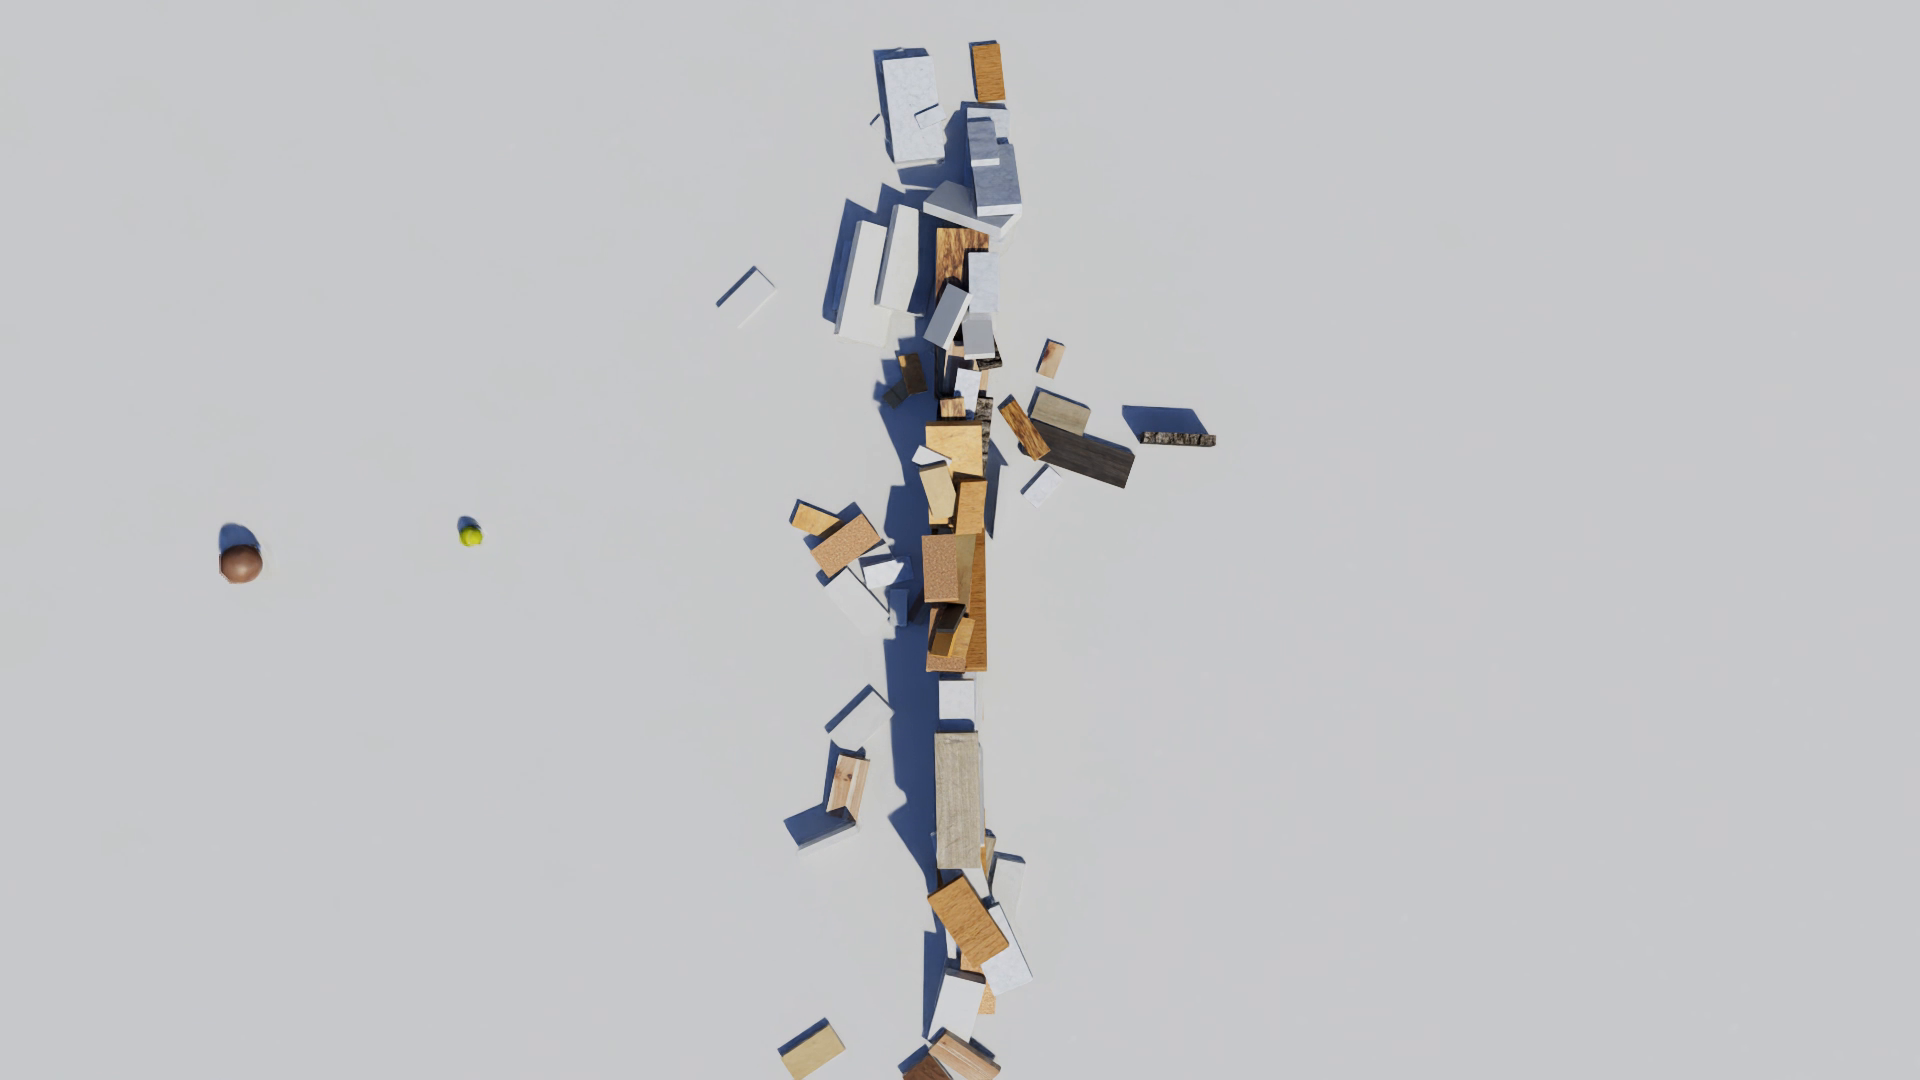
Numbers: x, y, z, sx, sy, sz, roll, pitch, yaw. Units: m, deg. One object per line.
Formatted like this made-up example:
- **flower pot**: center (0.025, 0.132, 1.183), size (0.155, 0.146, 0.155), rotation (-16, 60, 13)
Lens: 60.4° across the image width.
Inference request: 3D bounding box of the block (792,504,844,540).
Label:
- **block**: center (-0.472, -0.055, 5.489), size (0.158, 0.022, 0.079), rotation (22, 90, 0)

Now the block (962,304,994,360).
- **block**: center (0.056, -0.666, 5.264), size (0.096, 0.027, 0.192), rotation (-4, 63, -2)

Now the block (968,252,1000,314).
- **block**: center (0.077, -0.823, 5.277), size (0.096, 0.027, 0.192), rotation (-1, 83, 0)

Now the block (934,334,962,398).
- **block**: center (0.001, -0.632, 5.432), size (0.167, 0.047, 0.333), rotation (1, 106, 0)

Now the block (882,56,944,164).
- **block**: center (-0.155, -1.424, 5.466), size (0.167, 0.047, 0.334), rotation (-7, 91, -5)

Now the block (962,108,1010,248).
- **block**: center (0.085, -1.198, 5.447), size (0.143, 0.040, 0.458), rotation (3, 82, -1)

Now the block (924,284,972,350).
- **block**: center (-0.039, -0.716, 5.281), size (0.096, 0.027, 0.192), rotation (32, 101, 38)

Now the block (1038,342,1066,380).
- **block**: center (0.305, -0.598, 5.492), size (0.057, 0.016, 0.114), rotation (20, 90, 0)

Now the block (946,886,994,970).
- **block**: center (0.037, 1.300, 5.424), size (0.162, 0.046, 0.325), rotation (-4, 109, 1)

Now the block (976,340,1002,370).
- **block**: center (0.079, -0.614, 5.267), size (0.076, 0.021, 0.151), rotation (-11, 63, -10)

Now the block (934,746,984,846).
- **block**: center (-0.003, 0.843, 5.416), size (0.162, 0.046, 0.325), rotation (-1, 67, 0)

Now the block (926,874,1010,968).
- **block**: center (0.026, 1.215, 5.260), size (0.136, 0.039, 0.273), rotation (-33, 95, 4)

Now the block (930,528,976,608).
- **block**: center (-0.022, 0.088, 5.309), size (0.123, 0.035, 0.247), rotation (6, 71, 3)

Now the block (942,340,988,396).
- **block**: center (0.017, -0.501, 5.341), size (0.143, 0.040, 0.285), rotation (5, 104, -1)

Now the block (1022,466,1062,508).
- **block**: center (0.276, -0.175, 5.491), size (0.065, 0.018, 0.131), rotation (43, 90, 0)

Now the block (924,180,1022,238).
- **block**: center (0.041, -1.071, 5.333), size (0.285, 0.040, 0.143), rotation (23, 50, 19)

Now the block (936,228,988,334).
- **block**: center (0.006, -0.837, 5.335), size (0.167, 0.047, 0.333), rotation (1, 97, 0)

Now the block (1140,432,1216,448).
- **block**: center (0.718, -0.332, 5.441), size (0.235, 0.117, 0.033), rotation (3, 90, 0)

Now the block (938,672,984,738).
- **block**: center (0.005, 0.497, 5.357), size (0.142, 0.040, 0.284), rotation (2, 86, 1)

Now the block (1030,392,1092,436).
- **block**: center (0.336, -0.419, 5.487), size (0.182, 0.026, 0.091), rotation (21, 90, 0)

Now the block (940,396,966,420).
- **block**: center (-0.019, -0.381, 5.257), size (0.076, 0.021, 0.151), rotation (-4, 114, 4)

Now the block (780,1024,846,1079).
- **block**: center (-0.489, 1.706, 5.486), size (0.194, 0.028, 0.097), rotation (-34, 90, 0)

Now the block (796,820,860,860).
- **block**: center (-0.433, 0.991, 5.448), size (0.210, 0.105, 0.030), rotation (-24, 90, 0)

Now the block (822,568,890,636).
- **block**: center (-0.344, 0.205, 5.469), size (0.107, 0.030, 0.214), rotation (-42, 98, 2)

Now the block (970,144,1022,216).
- **block**: center (0.115, -1.167, 5.338), size (0.143, 0.040, 0.285), rotation (-4, 55, -2)

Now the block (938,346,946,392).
- **block**: center (0.001, -0.503, 5.421), size (0.143, 0.040, 0.285), rotation (0, 108, 0)

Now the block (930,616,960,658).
- **block**: center (-0.047, 0.309, 5.229), size (0.063, 0.018, 0.127), rotation (5, 69, 29)

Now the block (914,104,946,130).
- **block**: center (-0.096, -1.395, 5.441), size (0.094, 0.013, 0.047), rotation (-25, 92, -5)

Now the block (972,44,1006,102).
- **block**: center (0.096, -1.553, 5.487), size (0.090, 0.026, 0.181), rotation (-6, 90, 0)

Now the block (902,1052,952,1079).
- **block**: center (-0.070, 1.838, 5.483), size (0.121, 0.034, 0.241), rotation (-39, 90, 0)

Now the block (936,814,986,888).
- **block**: center (0.005, 1.054, 5.443), size (0.162, 0.046, 0.325), rotation (-1, 90, 0)

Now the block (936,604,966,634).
- **block**: center (-0.027, 0.249, 5.222), size (0.061, 0.122, 0.017), rotation (1, 128, 23)

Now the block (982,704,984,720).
- **block**: center (0.003, 0.452, 5.432), size (0.142, 0.040, 0.284), rotation (-1, 74, 0)

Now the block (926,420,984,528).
- **block**: center (-0.015, -0.209, 5.295), size (0.176, 0.050, 0.352), rotation (-1, 114, 2)

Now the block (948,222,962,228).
- **block**: center (0.013, -1.050, 5.459), size (0.091, 0.026, 0.182), rotation (11, 82, 1)

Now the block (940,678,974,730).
- **block**: center (-0.009, 0.549, 5.224), size (0.109, 0.031, 0.219), rotation (-1, 99, 1)

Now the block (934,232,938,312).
- **block**: center (0.001, -0.839, 5.421), size (0.167, 0.047, 0.333), rotation (1, 110, 0)
